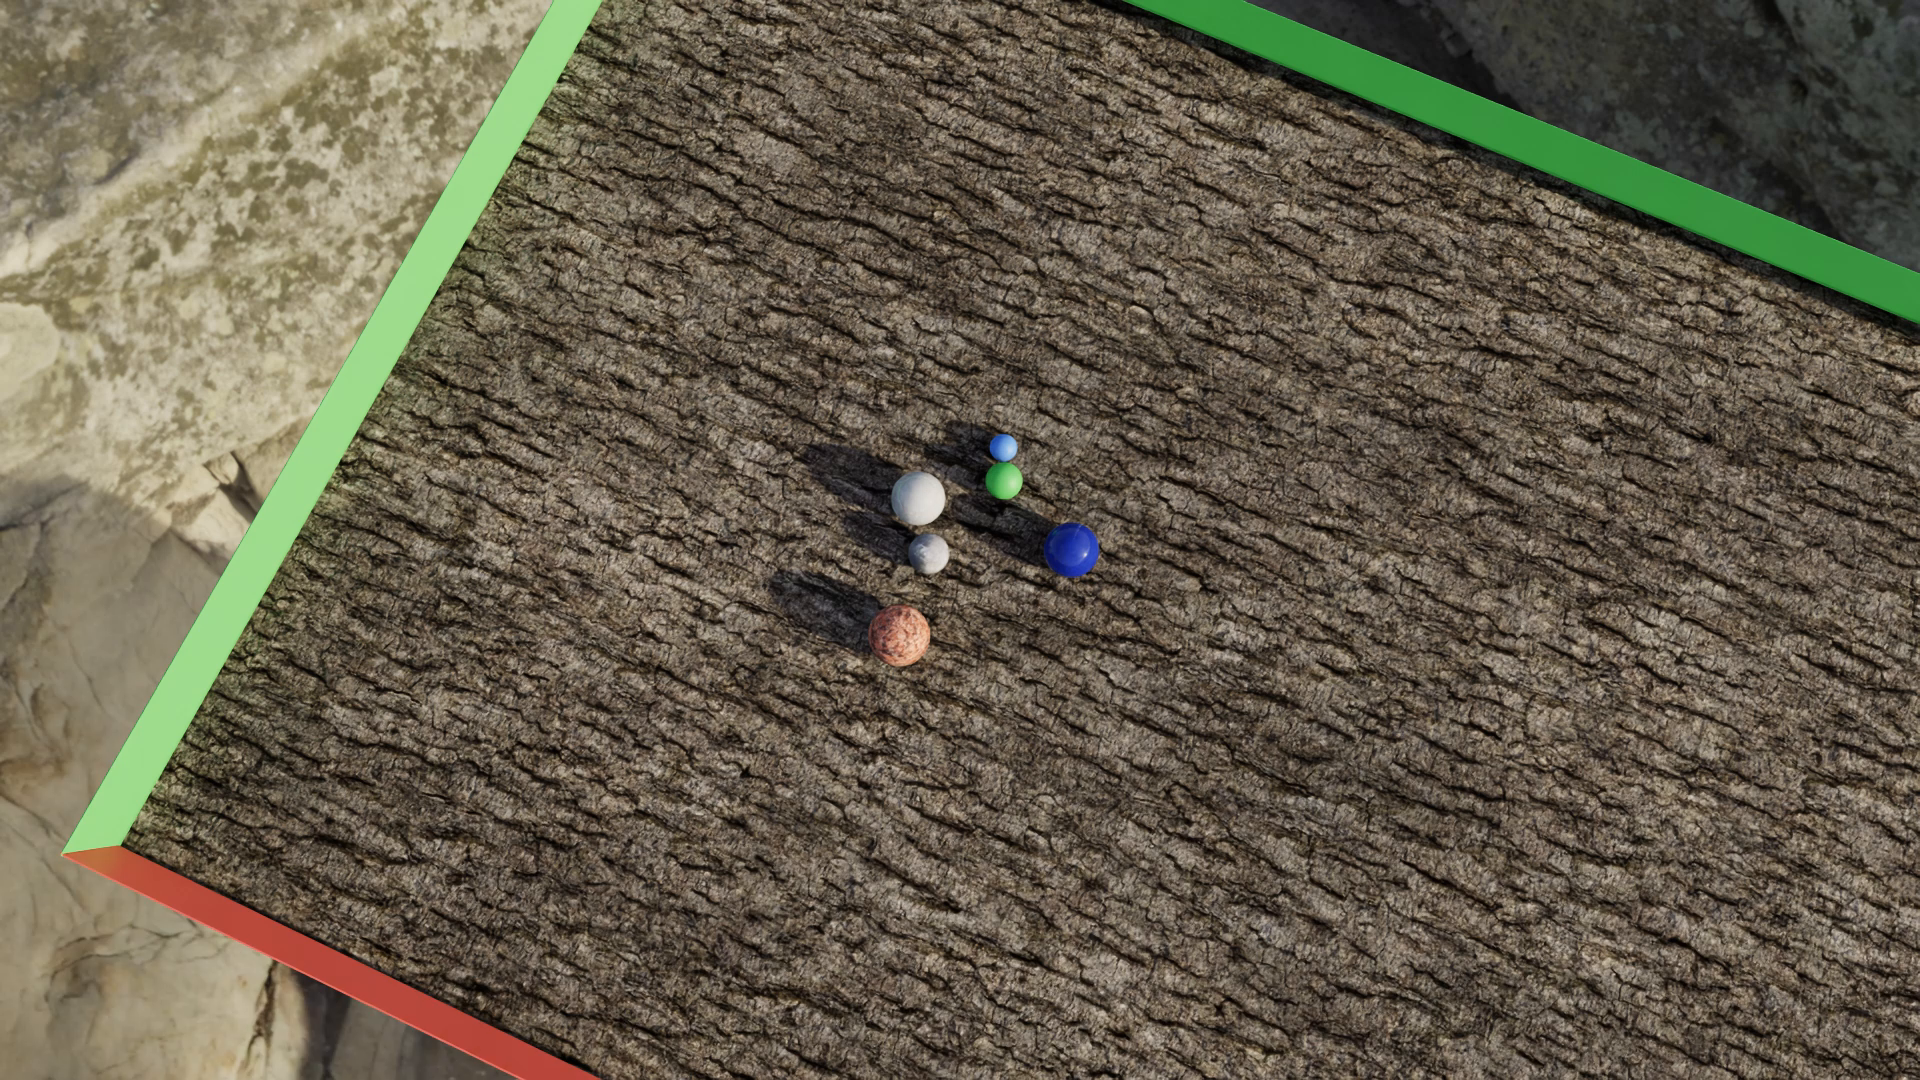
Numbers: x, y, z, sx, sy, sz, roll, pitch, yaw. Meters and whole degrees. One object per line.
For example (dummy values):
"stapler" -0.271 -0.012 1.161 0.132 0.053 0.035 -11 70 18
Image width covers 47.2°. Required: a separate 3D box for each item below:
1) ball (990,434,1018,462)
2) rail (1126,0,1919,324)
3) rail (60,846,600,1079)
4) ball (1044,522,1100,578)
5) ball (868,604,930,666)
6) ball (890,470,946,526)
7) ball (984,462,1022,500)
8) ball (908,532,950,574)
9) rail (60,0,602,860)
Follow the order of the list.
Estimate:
"ball" 0.068 -0.144 3.429 0.044 0.044 0.044 0 74 0
"rail" 1.279 -0.462 3.481 3.852 0.122 0.045 24 75 7
"rail" 0.469 1.221 2.983 3.852 0.122 0.045 24 75 7
"ball" 0.170 0.015 3.360 0.086 0.086 0.086 0 74 0
"ball" -0.092 0.144 3.317 0.094 0.094 0.094 0 74 0
"ball" -0.064 -0.064 3.384 0.084 0.084 0.084 0 74 0
"ball" 0.068 -0.092 3.406 0.058 0.058 0.058 0 74 0
"ball" -0.048 0.021 3.370 0.063 0.063 0.063 0 74 0
"rail" -0.853 -0.385 3.458 0.045 0.122 1.981 24 75 7
